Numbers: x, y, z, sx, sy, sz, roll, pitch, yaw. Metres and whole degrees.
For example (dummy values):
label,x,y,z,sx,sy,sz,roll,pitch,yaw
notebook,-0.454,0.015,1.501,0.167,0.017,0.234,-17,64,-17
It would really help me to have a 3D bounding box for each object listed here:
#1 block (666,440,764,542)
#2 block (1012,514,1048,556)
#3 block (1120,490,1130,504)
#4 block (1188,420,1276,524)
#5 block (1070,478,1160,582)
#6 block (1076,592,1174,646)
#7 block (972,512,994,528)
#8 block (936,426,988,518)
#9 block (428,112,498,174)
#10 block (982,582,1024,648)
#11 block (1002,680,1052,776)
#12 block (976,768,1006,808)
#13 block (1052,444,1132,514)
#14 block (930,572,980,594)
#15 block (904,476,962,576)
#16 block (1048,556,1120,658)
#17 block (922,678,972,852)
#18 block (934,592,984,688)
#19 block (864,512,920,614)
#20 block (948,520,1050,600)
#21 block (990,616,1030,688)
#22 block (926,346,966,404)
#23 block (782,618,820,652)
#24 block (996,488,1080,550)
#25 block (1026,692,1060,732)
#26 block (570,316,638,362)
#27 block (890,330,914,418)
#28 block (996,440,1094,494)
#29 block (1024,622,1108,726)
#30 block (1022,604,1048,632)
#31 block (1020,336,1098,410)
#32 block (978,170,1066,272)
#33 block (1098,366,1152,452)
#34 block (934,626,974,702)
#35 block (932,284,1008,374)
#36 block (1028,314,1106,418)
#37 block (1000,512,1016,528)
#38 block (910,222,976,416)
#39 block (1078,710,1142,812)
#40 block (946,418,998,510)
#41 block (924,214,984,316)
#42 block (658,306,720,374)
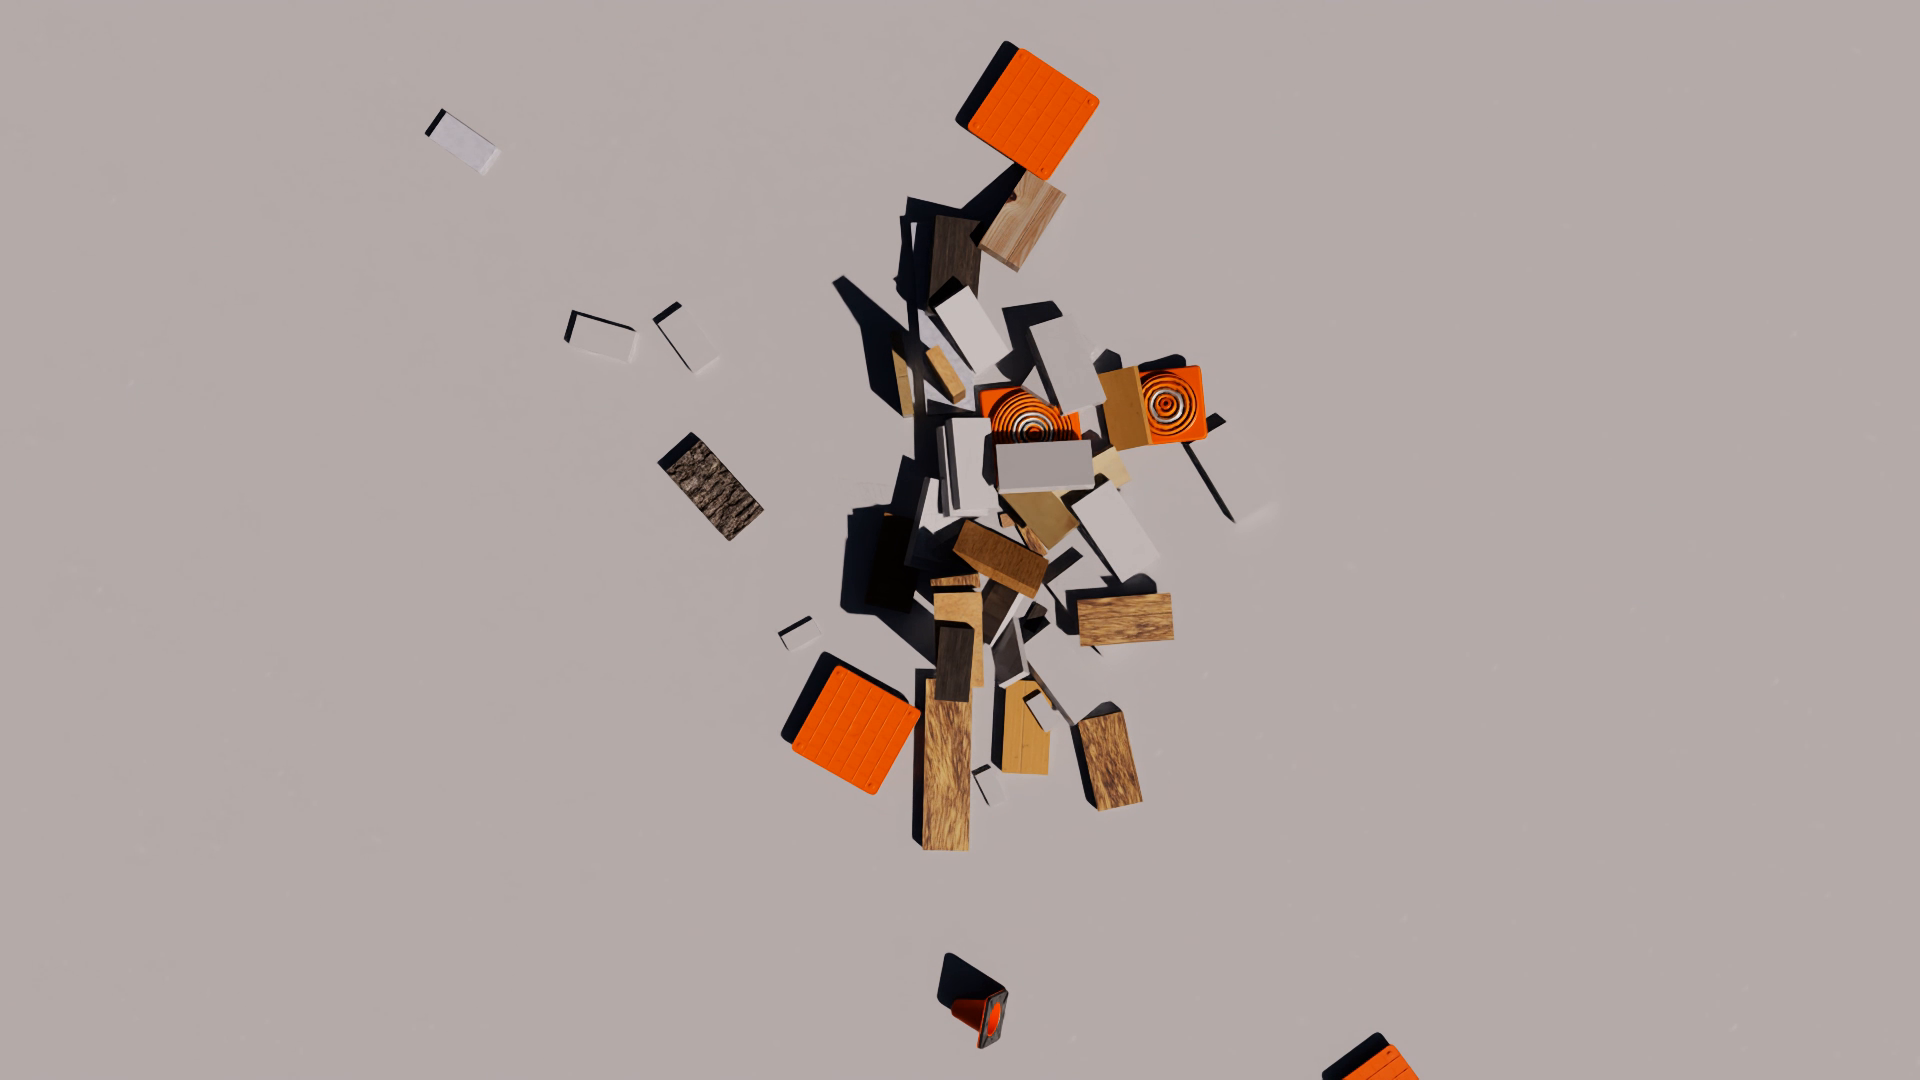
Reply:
label,x,y,z,sx,sy,sz,roll,pitch,yaw
block,-0.813,-0.163,5.478,0.155,0.044,0.311,-42,90,0
block,0.233,-0.017,5.485,0.045,0.013,0.167,-28,96,1
block,0.522,-0.119,5.494,0.045,0.013,0.091,42,90,0
block,0.903,-0.225,5.478,0.153,0.043,0.306,-31,90,0
block,0.512,-0.032,5.450,0.155,0.044,0.310,-34,101,0
block,0.544,0.262,5.435,0.308,0.044,0.154,-4,90,0
block,0.067,-0.052,5.494,0.091,0.013,0.045,-27,90,0
block,0.007,-0.225,5.431,0.149,0.042,0.298,-2,85,-32
block,-1.650,-1.319,5.486,0.204,0.029,0.102,35,90,0
block,0.124,0.238,5.452,0.108,0.031,0.216,29,90,43
block,0.223,0.620,5.478,0.153,0.043,0.308,3,90,0
block,0.103,0.824,5.492,0.060,0.017,0.120,-26,90,0
block,0.398,-0.182,5.458,0.316,0.037,0.131,-29,107,2
block,-0.014,0.137,5.346,0.154,0.309,0.044,-7,90,0
block,-0.078,-0.045,5.444,0.149,0.042,0.298,14,90,-30
block,0.443,0.222,5.478,0.154,0.044,0.308,-38,90,0
block,-0.041,0.744,5.478,0.154,0.044,0.567,1,90,0
block,-0.003,0.314,5.181,0.149,0.042,0.298,-2,90,0
block,-0.208,0.077,5.478,0.154,0.044,0.309,13,90,0
block,0.130,0.062,5.422,0.309,0.154,0.044,26,134,-3
block,0.158,0.366,5.403,0.108,0.031,0.216,-32,50,28
block,-0.045,-0.527,5.292,0.046,0.325,0.162,-32,90,0
block,-0.528,0.318,5.492,0.120,0.017,0.060,-29,90,0
block,0.255,-0.108,5.393,0.131,0.037,0.263,-40,78,-3
block,0.275,0.569,5.448,0.060,0.017,0.120,-32,90,0
block,-1.186,-0.670,5.486,0.204,0.029,0.102,16,90,0
block,-0.190,-0.544,5.434,0.037,0.131,0.275,-9,90,0
block,0.276,-0.239,5.382,0.310,0.044,0.155,-3,72,-3
block,0.335,0.442,5.449,0.155,0.044,0.311,-37,90,-23
block,0.251,0.261,5.494,0.045,0.013,0.091,30,90,0
block,0.326,-0.574,5.449,0.131,0.037,0.263,34,75,0
block,0.205,-1.051,5.437,0.155,0.044,0.311,32,75,-2
block,0.545,-0.432,5.453,0.131,0.037,0.263,-11,90,27
block,-0.017,0.388,5.145,0.108,0.031,0.228,5,90,0
block,0.037,-0.689,5.399,0.131,0.037,0.263,-35,110,-2
block,0.350,-0.574,5.411,0.155,0.044,0.310,-19,81,-12
block,0.182,-0.072,5.494,0.091,0.013,0.045,-14,90,0
block,-0.056,-0.737,5.477,0.162,0.046,0.637,-5,90,0
block,0.498,0.733,5.478,0.153,0.043,0.306,-13,90,0
block,0.039,-0.249,5.404,0.149,0.042,0.298,-3,85,-32
block,-0.019,-0.893,5.422,0.162,0.046,0.325,5,87,-15
block,-0.902,-0.664,5.486,0.102,0.029,0.204,-36,90,0
